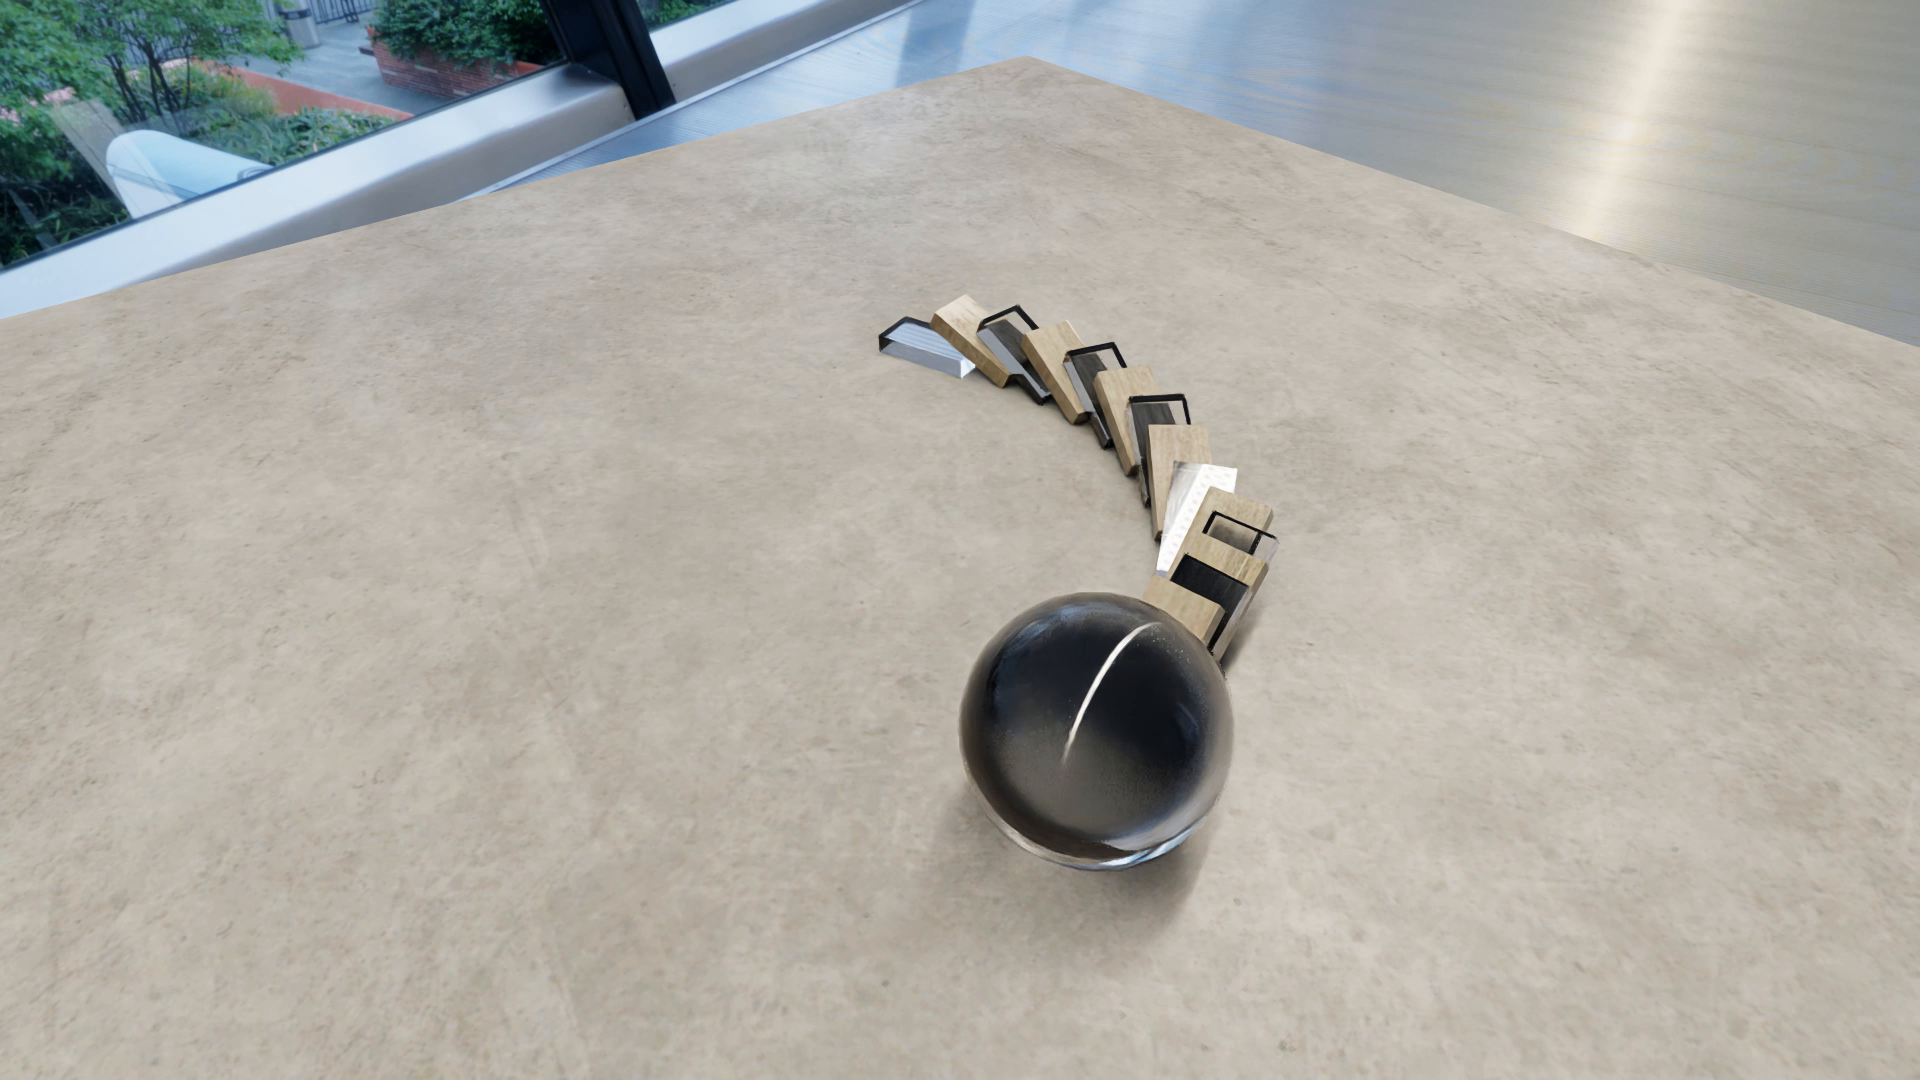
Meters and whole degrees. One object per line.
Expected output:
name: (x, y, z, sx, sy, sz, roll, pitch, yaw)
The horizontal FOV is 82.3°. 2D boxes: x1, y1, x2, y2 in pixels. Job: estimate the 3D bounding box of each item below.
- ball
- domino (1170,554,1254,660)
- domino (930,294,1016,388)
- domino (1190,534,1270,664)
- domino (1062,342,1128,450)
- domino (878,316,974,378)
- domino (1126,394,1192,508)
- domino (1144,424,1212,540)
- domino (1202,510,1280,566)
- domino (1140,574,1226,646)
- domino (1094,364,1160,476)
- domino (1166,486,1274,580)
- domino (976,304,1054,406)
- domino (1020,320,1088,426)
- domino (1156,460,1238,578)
ball: (0.039, 0.055, 0.321, 0.080, 0.080, 0.080, 0, 39, 0)
domino: (0.077, 0.033, 0.379, 0.025, 0.010, 0.050, 29, 88, 29)
domino: (0.012, -0.100, 0.551, 0.050, 0.009, 0.025, 42, 52, 11)
domino: (0.085, 0.026, 0.388, 0.025, 0.010, 0.050, 28, 87, 29)
domino: (0.069, -0.068, 0.511, 0.025, 0.009, 0.050, -14, 65, -16)
domino: (-0.014, -0.100, 0.565, 0.050, 0.010, 0.025, 21, 44, 24)
domino: (0.088, -0.039, 0.476, 0.025, 0.009, 0.050, -4, 64, -5)
domino: (0.092, -0.024, 0.457, 0.025, 0.009, 0.050, 0, 64, -1)
domino: (0.092, 0.017, 0.398, 0.025, 0.009, 0.050, 27, 87, 28)
domino: (0.066, 0.040, 0.371, 0.025, 0.009, 0.050, 27, 87, 29)
domino: (0.080, -0.054, 0.494, 0.025, 0.009, 0.050, -10, 65, -12)
domino: (0.096, 0.007, 0.414, 0.025, 0.010, 0.050, 23, 79, 26)
domino: (0.034, -0.091, 0.539, 0.025, 0.009, 0.050, -29, 72, -31)
domino: (0.053, -0.080, 0.526, 0.025, 0.009, 0.050, -21, 68, -24)
domino: (0.094, -0.006, 0.436, 0.025, 0.010, 0.050, 9, 64, 11)
